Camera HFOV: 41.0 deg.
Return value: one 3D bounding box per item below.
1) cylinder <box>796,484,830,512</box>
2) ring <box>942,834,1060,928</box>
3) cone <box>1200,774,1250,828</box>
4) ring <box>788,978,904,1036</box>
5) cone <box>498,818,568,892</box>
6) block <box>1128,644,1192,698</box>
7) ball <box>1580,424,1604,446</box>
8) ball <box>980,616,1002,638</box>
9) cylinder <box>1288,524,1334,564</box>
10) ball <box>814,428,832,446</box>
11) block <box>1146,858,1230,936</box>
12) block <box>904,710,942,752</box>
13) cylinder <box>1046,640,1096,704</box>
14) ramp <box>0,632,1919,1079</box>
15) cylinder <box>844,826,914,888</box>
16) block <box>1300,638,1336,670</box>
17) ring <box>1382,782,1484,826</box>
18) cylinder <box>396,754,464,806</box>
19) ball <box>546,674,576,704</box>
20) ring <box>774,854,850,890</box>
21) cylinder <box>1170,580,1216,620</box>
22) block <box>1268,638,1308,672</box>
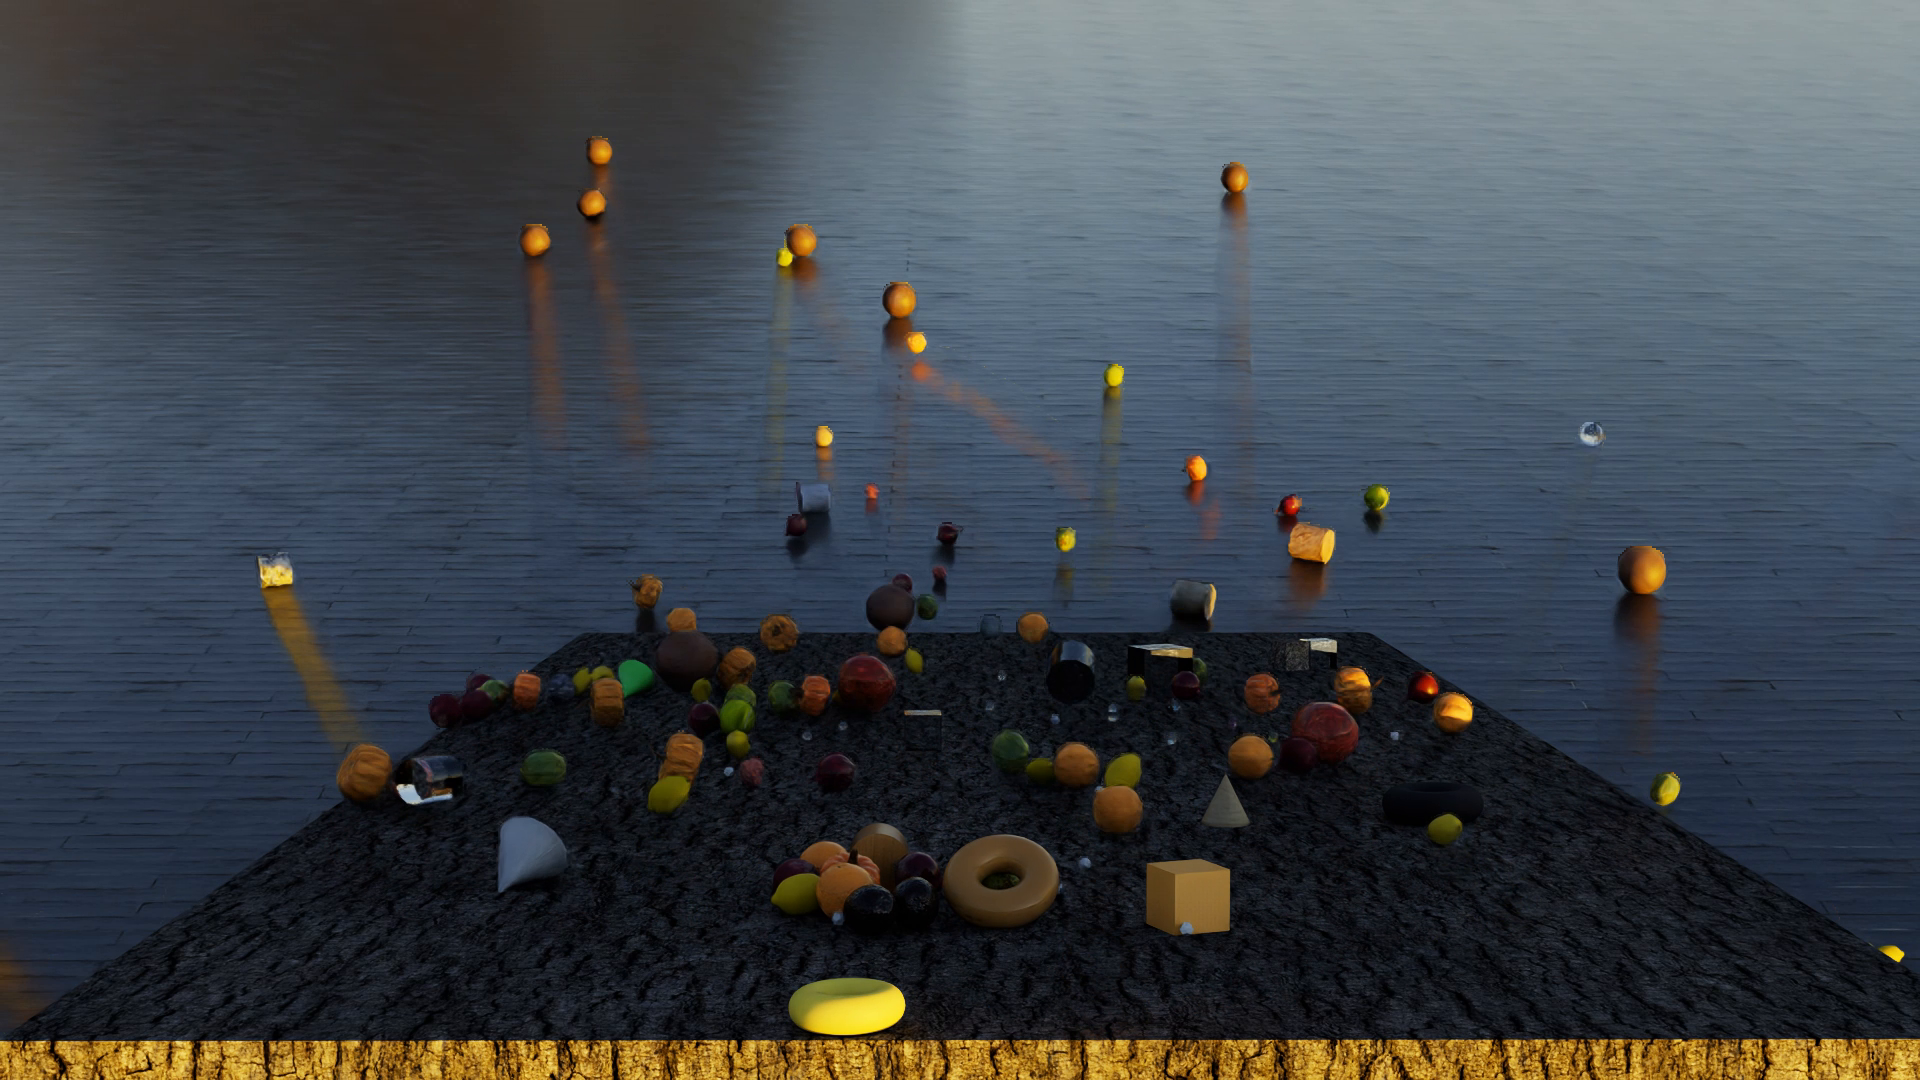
[{"bbox_3d":[-0.439,-0.126,7.702,0.085,0.085,0.085,0,19,-17],"label":"cylinder"},{"bbox_3d":[0.049,0.411,3.091,0.142,0.047,0.142,-3,37,2],"label":"ring"},{"bbox_3d":[0.389,0.378,3.758,0.074,0.074,0.074,0,4,0],"label":"cone"},{"bbox_3d":[-0.114,0.471,2.594,0.118,0.039,0.118,-1,3,0],"label":"ring"},{"bbox_3d":[-0.570,0.424,3.293,0.097,0.097,0.097,7,33,19],"label":"cone"},{"bbox_3d":[0.410,0.268,5.265,0.098,0.098,0.098,-2,4,-25],"label":"block"},{"bbox_3d":[2.049,-0.340,8.321,0.075,0.075,0.075,0,20,0],"label":"ball"},{"bbox_3d":[0.076,0.217,6.390,0.054,0.054,0.054,0,20,0],"label":"ball"},{"bbox_3d":[0.999,0.009,7.294,0.098,0.098,0.098,11,22,27],"label":"cylinder"},{"bbox_3d":[-0.443,-0.332,8.324,0.058,0.058,0.058,0,20,0],"label":"ball"},{"bbox_3d":[0.271,0.424,3.052,0.073,0.073,0.073,-2,4,-23],"label":"block"},{"bbox_3d":[-0.065,0.335,4.507,0.064,0.064,0.064,0,4,-2],"label":"block"},{"bbox_3d":[0.218,0.259,5.028,0.094,0.094,0.094,1,21,4],"label":"cylinder"},{"bbox_3d":[0.046,0.415,4.536,2.000,0.100,4.000,0,4,0],"label":"ramp"},{"bbox_3d":[-0.104,0.407,3.287,0.077,0.077,0.077,3,-8,8],"label":"cylinder"},{"bbox_3d":[0.802,0.255,5.743,0.063,0.063,0.063,-1,4,-15],"label":"block"},{"bbox_3d":[0.697,0.389,3.787,0.148,0.049,0.148,-1,3,0],"label":"ring"},{"bbox_3d":[-0.814,0.368,3.942,0.072,0.072,0.072,15,12,35],"label":"cylinder"},{"bbox_3d":[-0.797,0.297,5.124,0.059,0.059,0.059,0,20,0],"label":"ball"},{"bbox_3d":[-0.189,0.428,3.311,0.100,0.033,0.100,-1,3,0],"label":"ring"},{"bbox_3d":[0.626,0.159,6.888,0.093,0.093,0.093,9,21,24],"label":"cylinder"},{"bbox_3d":[0.732,0.256,5.717,0.064,0.064,0.064,-2,4,-30],"label":"block"}]
